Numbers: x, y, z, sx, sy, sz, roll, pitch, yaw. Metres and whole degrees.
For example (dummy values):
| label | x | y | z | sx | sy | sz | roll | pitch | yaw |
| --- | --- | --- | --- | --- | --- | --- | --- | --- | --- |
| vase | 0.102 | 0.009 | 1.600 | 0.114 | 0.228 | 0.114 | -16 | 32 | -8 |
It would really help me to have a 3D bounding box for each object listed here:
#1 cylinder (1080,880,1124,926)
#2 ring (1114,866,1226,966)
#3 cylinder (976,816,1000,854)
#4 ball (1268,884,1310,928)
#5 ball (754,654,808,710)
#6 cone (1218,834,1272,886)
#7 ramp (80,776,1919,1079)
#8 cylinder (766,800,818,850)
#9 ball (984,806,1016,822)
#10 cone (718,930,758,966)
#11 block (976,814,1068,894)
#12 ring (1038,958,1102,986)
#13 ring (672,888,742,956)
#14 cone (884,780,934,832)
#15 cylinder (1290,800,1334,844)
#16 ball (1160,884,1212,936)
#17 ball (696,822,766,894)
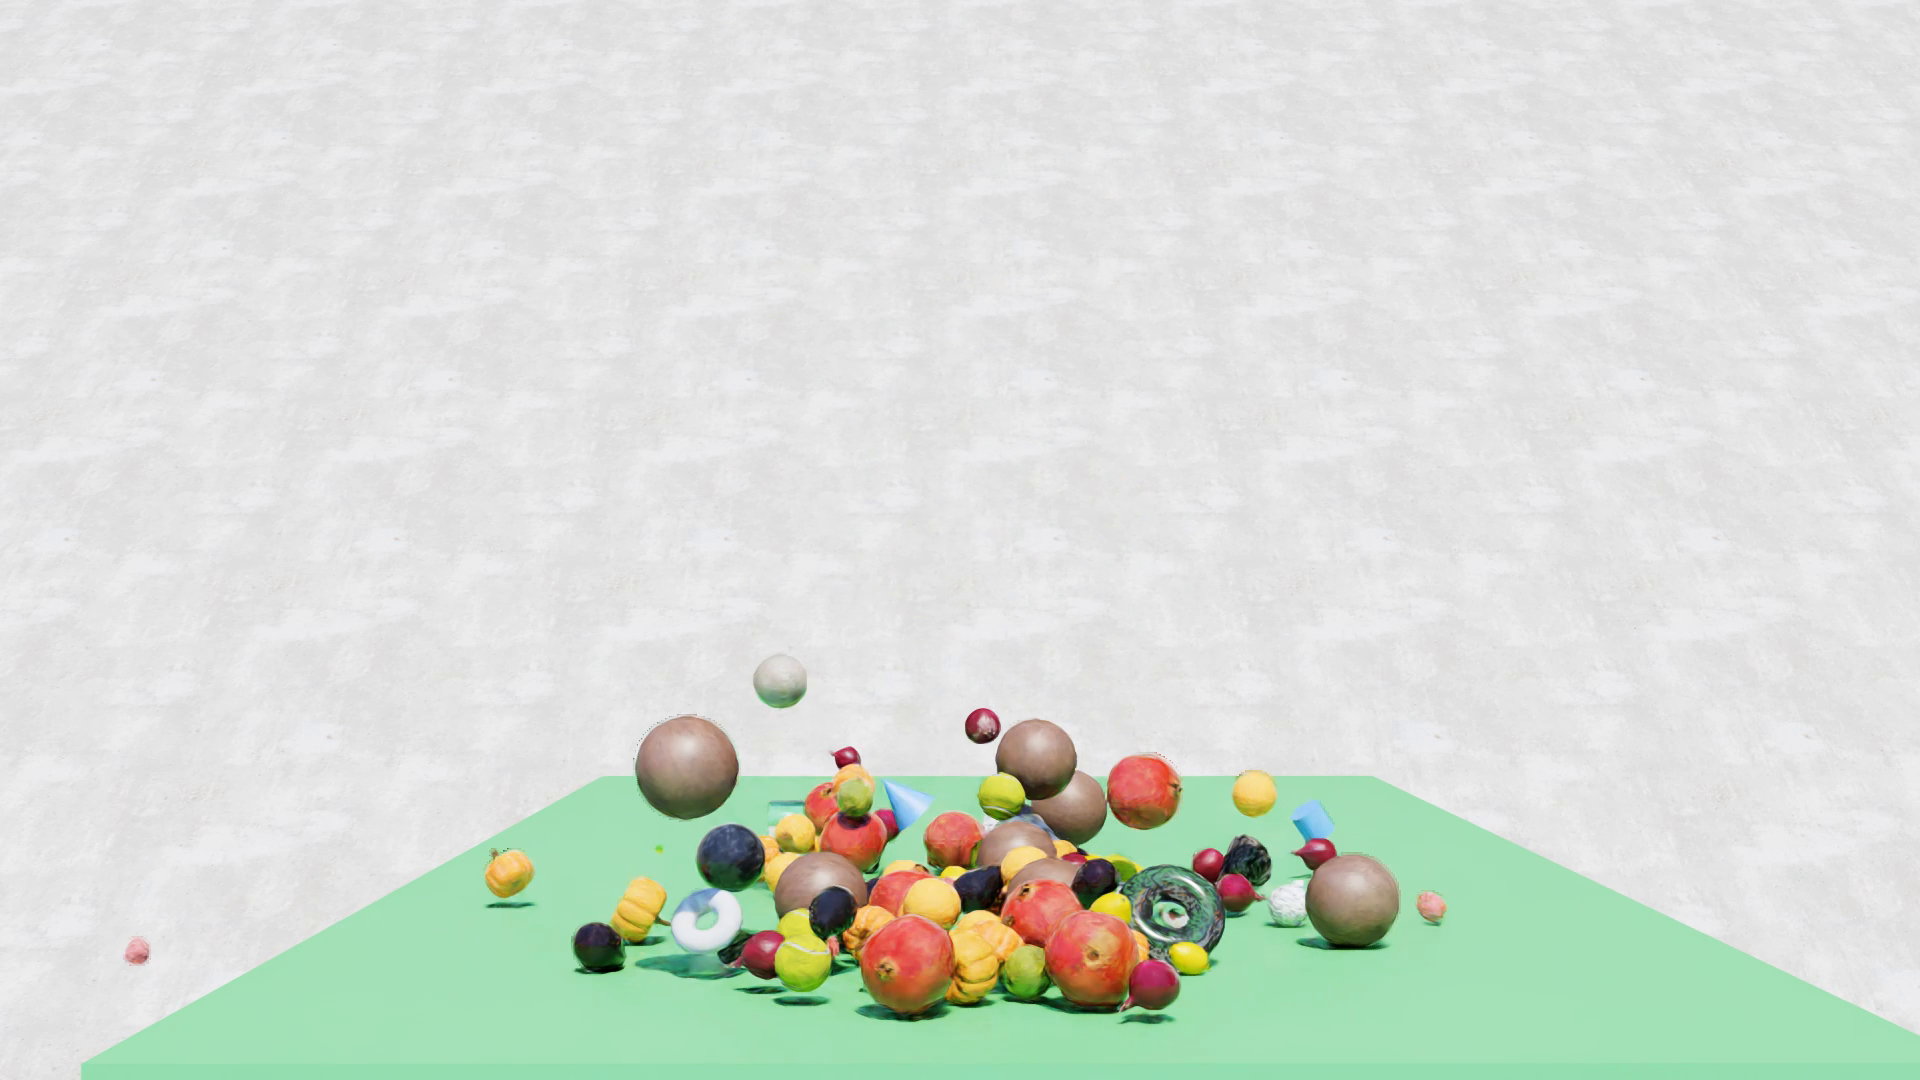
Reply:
| label | x | y | z | sx | sy | sz | roll | pitch | yaw |
| --- | --- | --- | --- | --- | --- | --- | --- | --- | --- |
| cylinder | 0.218 | 0.539 | 3.848 | 0.060 | 0.060 | 0.060 | 26 | 15 | 35 |
| ring | 0.277 | 0.495 | 3.419 | 0.147 | 0.049 | 0.147 | 3 | 51 | -4 |
| cylinder | 0.089 | 0.532 | 4.517 | 0.094 | 0.094 | 0.094 | -17 | 6 | -25 |
| ball | 0.484 | 0.537 | 3.807 | 0.063 | 0.063 | 0.063 | 0 | 32 | 0 |
| ball | -0.292 | 0.231 | 4.225 | 0.090 | 0.090 | 0.090 | 0 | 32 | 0 |
| cone | 0.450 | 0.542 | 4.261 | 0.090 | 0.090 | 0.090 | 26 | 32 | 35 |
| ramp | 0.072 | 0.632 | 4.733 | 2.000 | 0.100 | 4.000 | 0 | -1 | 0 |
| cylinder | -0.316 | 0.536 | 4.882 | 0.092 | 0.092 | 0.092 | 1 | 32 | -8 |
| ball | 0.079 | 0.554 | 5.084 | 0.067 | 0.067 | 0.067 | 0 | 32 | 0 |
| cone | -0.292 | 0.519 | 3.370 | 0.053 | 0.053 | 0.053 | -6 | 18 | -9 |
| block | 0.102 | 0.513 | 4.242 | 0.088 | 0.088 | 0.088 | 1 | 37 | -45 |
| ring | 0.140 | 0.545 | 3.277 | 0.080 | 0.027 | 0.080 | -3 | 0 | 0 |
| ring | -0.323 | 0.488 | 3.313 | 0.094 | 0.031 | 0.094 | -9 | 50 | 11 |
| cone | -0.094 | 0.402 | 4.057 | 0.077 | 0.077 | 0.077 | 46 | 39 | -5 |
| cylinder | 0.649 | 0.521 | 4.776 | 0.059 | 0.059 | 0.059 | -33 | 11 | 7 |
| ball | 0.322 | 0.529 | 3.704 | 0.075 | 0.075 | 0.075 | 0 | 32 | 0 |
| ball | -0.323 | 0.448 | 3.653 | 0.099 | 0.099 | 0.099 | 0 | 32 | 0 |
